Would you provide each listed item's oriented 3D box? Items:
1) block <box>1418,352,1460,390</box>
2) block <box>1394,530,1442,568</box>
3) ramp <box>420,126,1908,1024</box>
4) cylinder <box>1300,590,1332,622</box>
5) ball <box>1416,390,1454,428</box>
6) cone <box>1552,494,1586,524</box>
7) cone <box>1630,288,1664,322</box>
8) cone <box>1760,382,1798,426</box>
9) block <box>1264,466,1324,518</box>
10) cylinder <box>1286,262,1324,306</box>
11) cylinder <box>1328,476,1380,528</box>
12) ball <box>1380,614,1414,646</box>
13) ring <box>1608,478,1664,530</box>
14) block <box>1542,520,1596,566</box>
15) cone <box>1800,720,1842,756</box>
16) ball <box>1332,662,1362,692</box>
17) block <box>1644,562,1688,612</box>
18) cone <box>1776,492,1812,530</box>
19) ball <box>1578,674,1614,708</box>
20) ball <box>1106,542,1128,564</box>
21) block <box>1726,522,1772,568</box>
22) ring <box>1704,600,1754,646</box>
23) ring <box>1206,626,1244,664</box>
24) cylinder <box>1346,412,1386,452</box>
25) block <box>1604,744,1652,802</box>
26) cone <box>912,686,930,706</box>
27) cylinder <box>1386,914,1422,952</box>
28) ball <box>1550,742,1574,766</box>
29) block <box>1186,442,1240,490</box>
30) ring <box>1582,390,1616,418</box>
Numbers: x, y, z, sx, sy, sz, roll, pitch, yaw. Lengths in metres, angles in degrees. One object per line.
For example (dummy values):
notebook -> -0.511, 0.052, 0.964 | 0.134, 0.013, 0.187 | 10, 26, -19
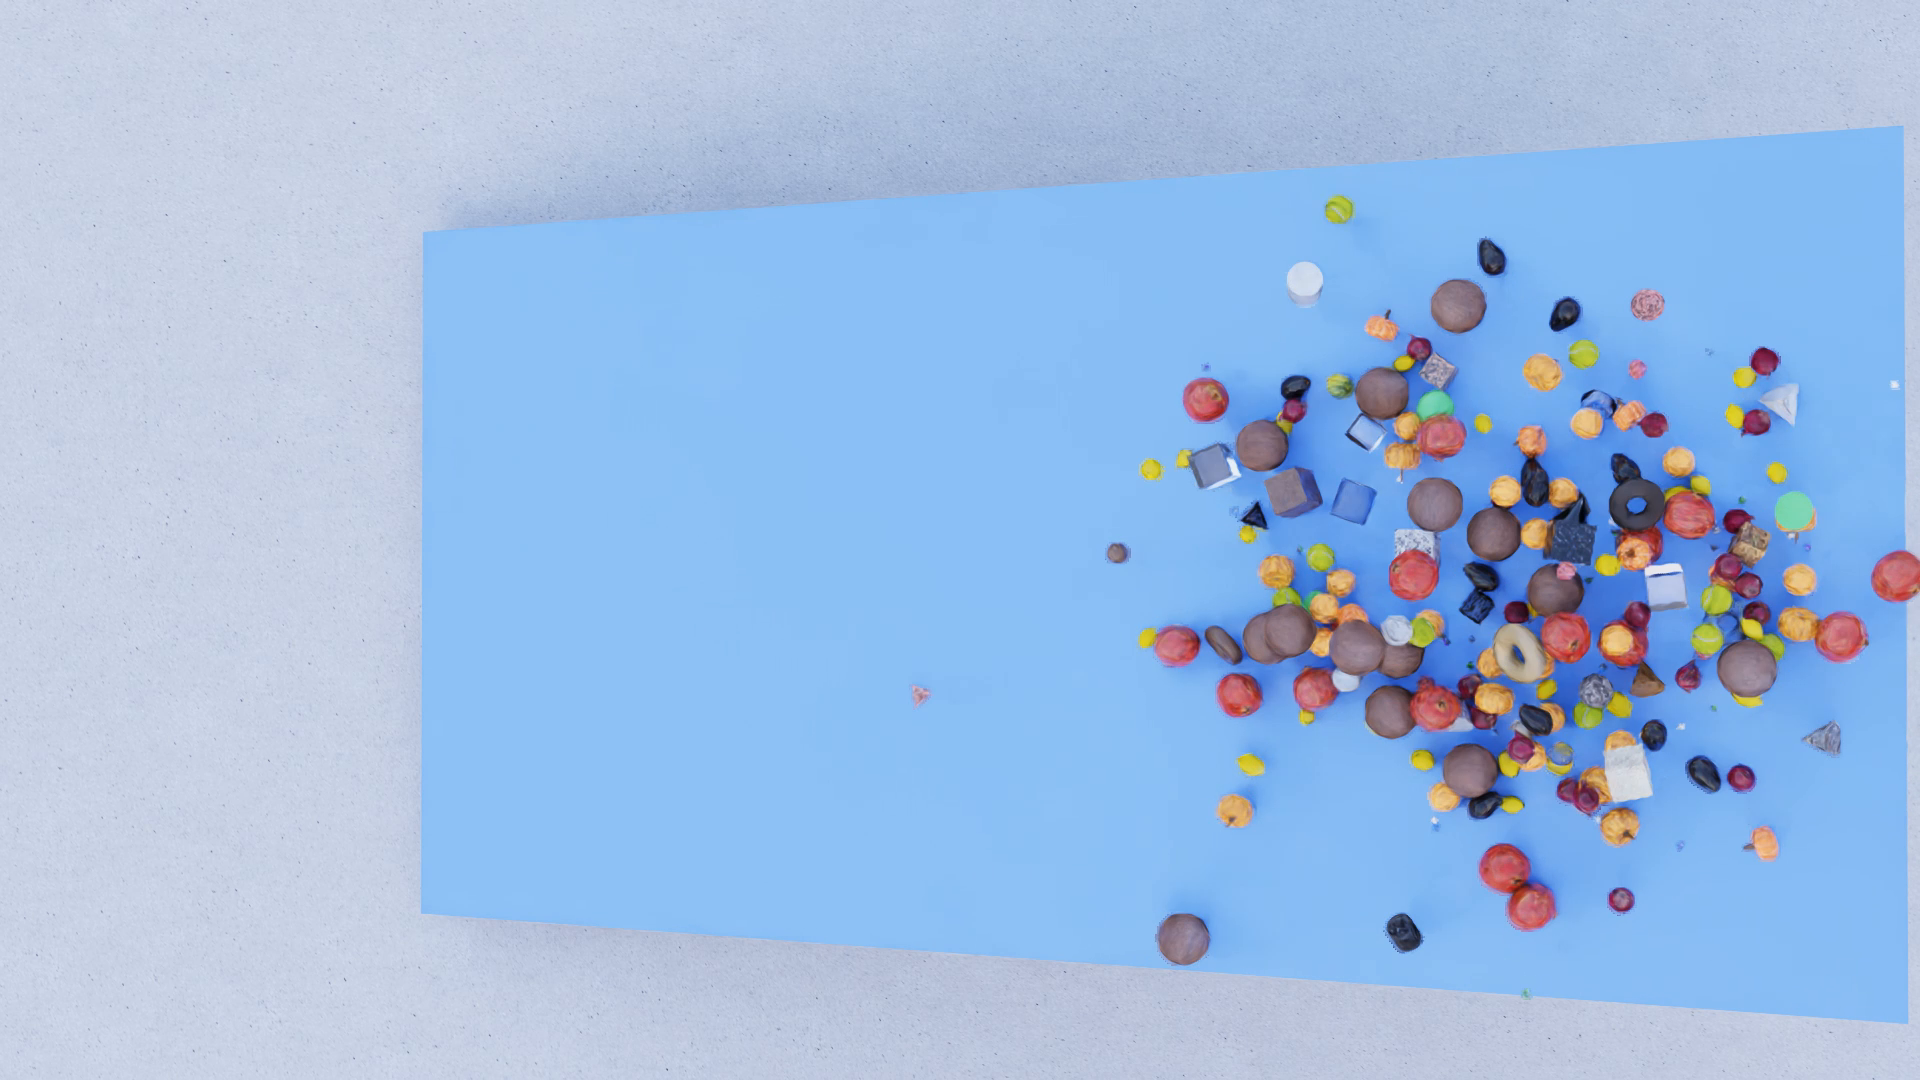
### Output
block -> 1.148, -0.403, 5.271 | 0.064, 0.064, 0.064 | 38, 103, 19
block -> 1.098, 0.021, 5.271 | 0.093, 0.093, 0.093 | -1, 89, 23
ramp -> 0.283, 0.085, 5.720 | 4.000, 0.100, 2.000 | 0, 89, 23
cylinder -> 0.874, 0.160, 5.384 | 0.056, 0.056, 0.056 | -43, 75, 0
ball -> 1.136, -0.313, 5.248 | 0.089, 0.089, 0.089 | 0, 89, 0
cone -> 1.434, -0.069, 5.107 | 0.085, 0.085, 0.085 | 19, 114, 0
cone -> 1.585, -0.547, 5.081 | 0.076, 0.076, 0.076 | 0, 89, 23
cone -> 1.870, -0.294, 4.973 | 0.089, 0.089, 0.089 | -29, 102, 0
block -> 0.816, -0.116, 5.378 | 0.091, 0.091, 0.091 | -27, 70, 30
cylinder -> 0.828, -0.615, 5.281 | 0.085, 0.085, 0.085 | -1, 80, 8
cylinder -> 0.955, -0.093, 5.334 | 0.091, 0.091, 0.091 | 26, 107, 0
ball -> 1.019, 0.211, 5.130 | 0.075, 0.075, 0.075 | 0, 89, 0
ring -> 1.537, -0.080, 4.995 | 0.125, 0.042, 0.125 | 1, 110, 4
block -> 1.387, 0.005, 5.007 | 0.091, 0.091, 0.091 | 9, 91, 4
cone -> 1.917, 0.445, 4.918 | 0.079, 0.079, 0.079 | -7, 89, 41
ball -> 0.934, 0.331, 5.311 | 0.073, 0.073, 0.073 | 0, 89, 0
block -> 1.599, 0.107, 4.981 | 0.082, 0.082, 0.082 | -8, 105, 15
cone -> 1.838, -0.067, 4.893 | 0.085, 0.085, 0.085 | 0, 93, -2
ball -> 1.468, 0.349, 5.077 | 0.079, 0.079, 0.079 | 0, 89, 0
ball -> 0.400, 0.034, 5.587 | 0.055, 0.055, 0.055 | 0, 89, 0
block -> 1.779, 0.011, 4.961 | 0.064, 0.064, 0.064 | 29, 53, 7
ring -> 1.755, 0.190, 5.022 | 0.109, 0.036, 0.109 | 0, 91, 21
ring -> 0.654, 0.260, 5.446 | 0.040, 0.119, 0.119 | -42, 89, -8
cylinder -> 0.968, -0.255, 5.236 | 0.070, 0.070, 0.070 | 38, 89, 16
block -> 1.517, 0.530, 4.992 | 0.086, 0.086, 0.086 | -14, 113, 21
cone -> -0.109, 0.417, 5.792 | 0.054, 0.054, 0.054 | 17, 83, 0
cylinder -> 1.061, 0.939, 5.255 | 0.065, 0.065, 0.065 | -36, 122, 0
ball -> 1.387, 0.493, 5.068 | 0.056, 0.056, 0.056 | 0, 89, 0
block -> 0.632, -0.183, 5.473 | 0.088, 0.088, 0.088 | -24, 80, 21
ring -> 1.487, -0.316, 5.123 | 0.083, 0.083, 0.028 | 33, 61, 0
